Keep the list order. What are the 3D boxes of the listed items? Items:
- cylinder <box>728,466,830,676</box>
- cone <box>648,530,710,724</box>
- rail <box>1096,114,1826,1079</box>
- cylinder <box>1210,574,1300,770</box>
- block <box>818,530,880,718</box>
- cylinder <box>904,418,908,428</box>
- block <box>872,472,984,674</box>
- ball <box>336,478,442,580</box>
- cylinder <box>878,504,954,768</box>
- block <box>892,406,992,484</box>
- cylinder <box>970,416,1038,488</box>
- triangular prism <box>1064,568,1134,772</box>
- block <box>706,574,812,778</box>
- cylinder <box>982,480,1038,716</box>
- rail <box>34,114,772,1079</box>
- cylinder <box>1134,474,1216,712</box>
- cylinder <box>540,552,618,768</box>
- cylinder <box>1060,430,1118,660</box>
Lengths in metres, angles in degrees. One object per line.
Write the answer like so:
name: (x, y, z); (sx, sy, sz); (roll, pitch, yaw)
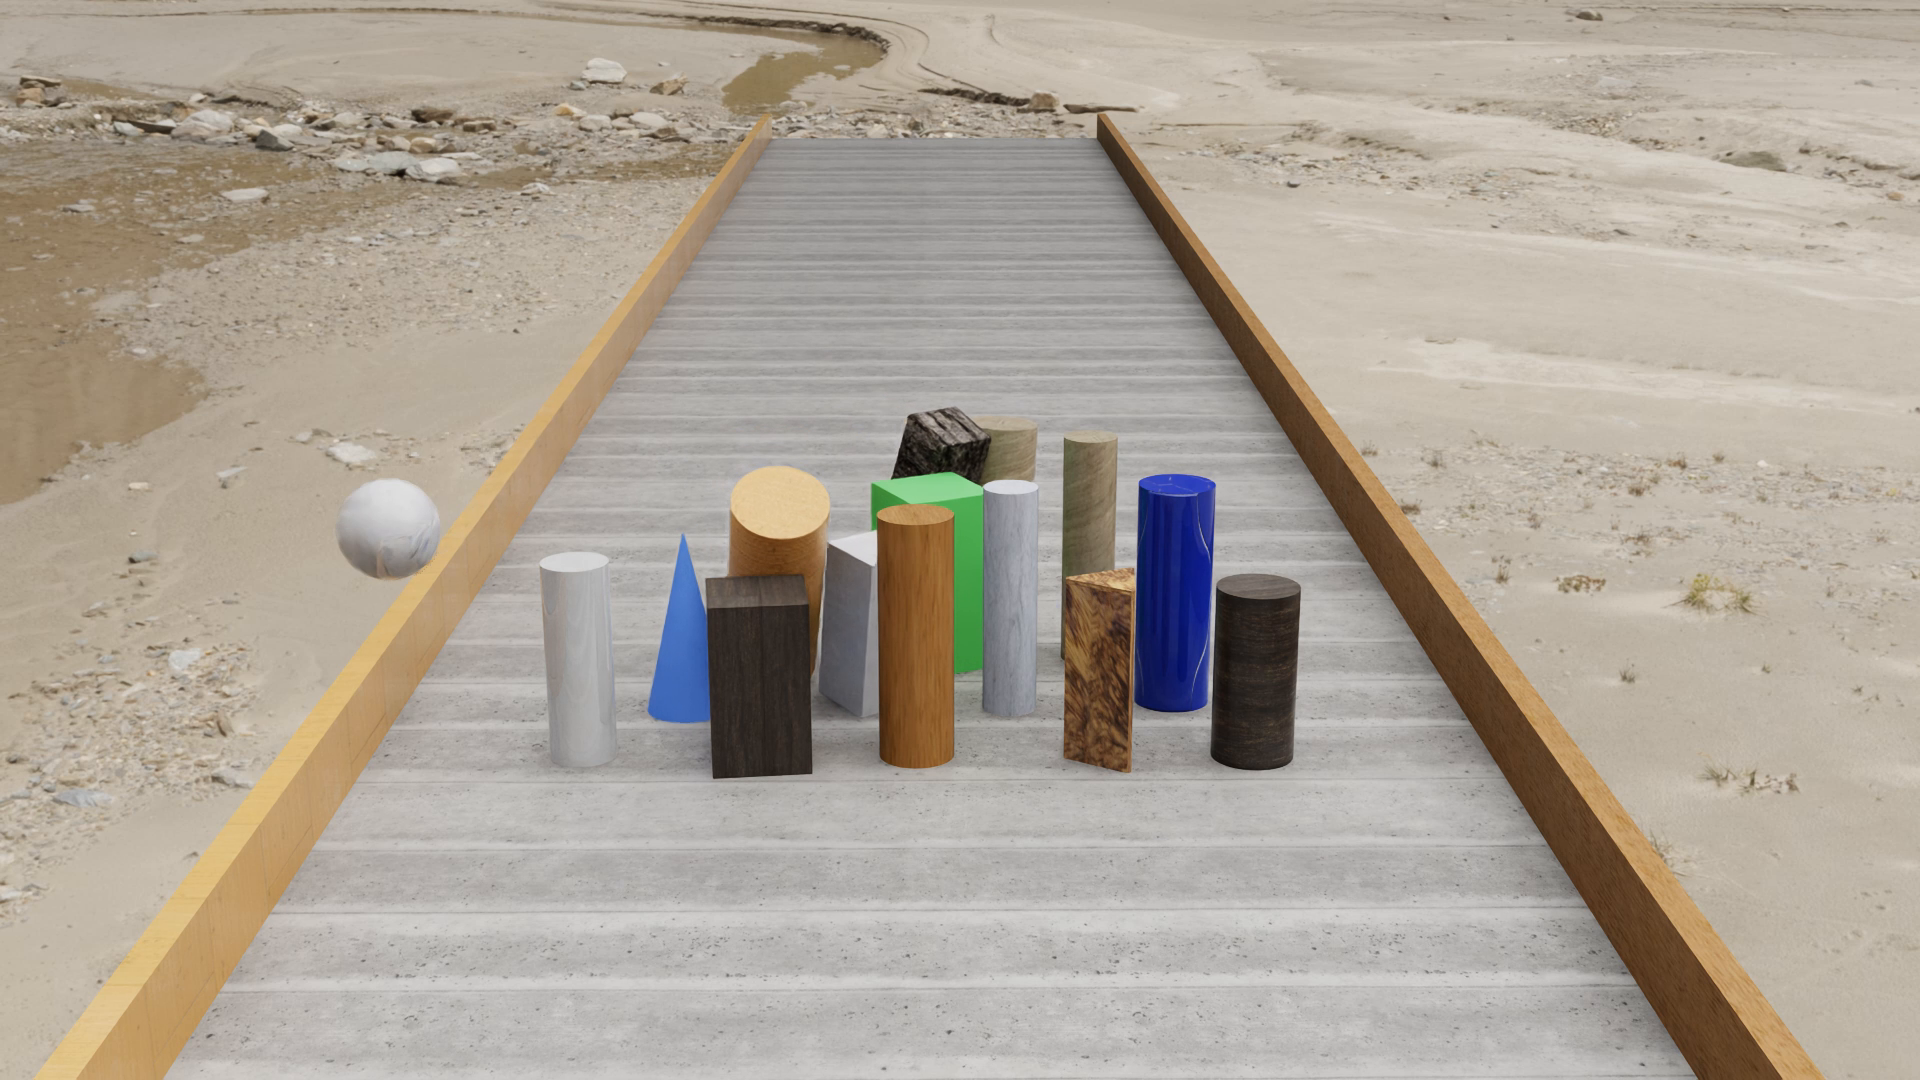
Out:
cylinder: (-0.346, 0.082, 4.109); (0.178, 0.455, 0.178); (4, 48, -4)
cone: (-0.511, 0.149, 4.107); (0.157, 0.352, 0.157); (0, 17, 0)
rail: (0.932, -0.844, 7.801); (0.050, 0.150, 12.000); (0, 17, -1)
cylinder: (0.522, 0.232, 3.890); (0.147, 0.317, 0.147); (0, 17, 0)
block: (-0.165, 0.156, 4.138); (0.133, 0.308, 0.133); (-14, 28, -39)
cylinder: (-0.062, -0.088, 4.883); (0.122, 0.364, 0.122); (0, 17, 0)
block: (-0.055, 0.069, 4.357); (0.178, 0.360, 0.178); (-9, 20, -27)
ball: (-1.032, -0.019, 3.972); (0.185, 0.185, 0.185); (0, 17, 0)
cylinder: (-0.077, 0.170, 3.874); (0.134, 0.446, 0.134); (0, 17, 0)
block: (-0.073, -0.046, 4.563); (0.124, 0.450, 0.124); (-12, 41, -37)
cylinder: (0.075, -0.040, 4.612); (0.151, 0.419, 0.151); (3, 15, -1)
triangular prism: (0.272, 0.223, 3.888); (0.135, 0.335, 0.117); (11, 20, 32)
block: (-0.355, 0.239, 3.876); (0.174, 0.313, 0.174); (-2, 17, -7)
cylinder: (0.093, 0.109, 4.105); (0.102, 0.431, 0.102); (0, 17, 0)
rail: (-1.118, -0.838, 7.780); (0.050, 0.150, 12.000); (0, 17, -1)
cylinder: (0.403, 0.100, 4.143); (0.143, 0.426, 0.143); (0, 17, 0)
cylinder: (-0.672, 0.211, 3.884); (0.120, 0.361, 0.120); (0, 17, 0)
cylinder: (0.256, 0.016, 4.371); (0.106, 0.457, 0.106); (0, 17, 0)
